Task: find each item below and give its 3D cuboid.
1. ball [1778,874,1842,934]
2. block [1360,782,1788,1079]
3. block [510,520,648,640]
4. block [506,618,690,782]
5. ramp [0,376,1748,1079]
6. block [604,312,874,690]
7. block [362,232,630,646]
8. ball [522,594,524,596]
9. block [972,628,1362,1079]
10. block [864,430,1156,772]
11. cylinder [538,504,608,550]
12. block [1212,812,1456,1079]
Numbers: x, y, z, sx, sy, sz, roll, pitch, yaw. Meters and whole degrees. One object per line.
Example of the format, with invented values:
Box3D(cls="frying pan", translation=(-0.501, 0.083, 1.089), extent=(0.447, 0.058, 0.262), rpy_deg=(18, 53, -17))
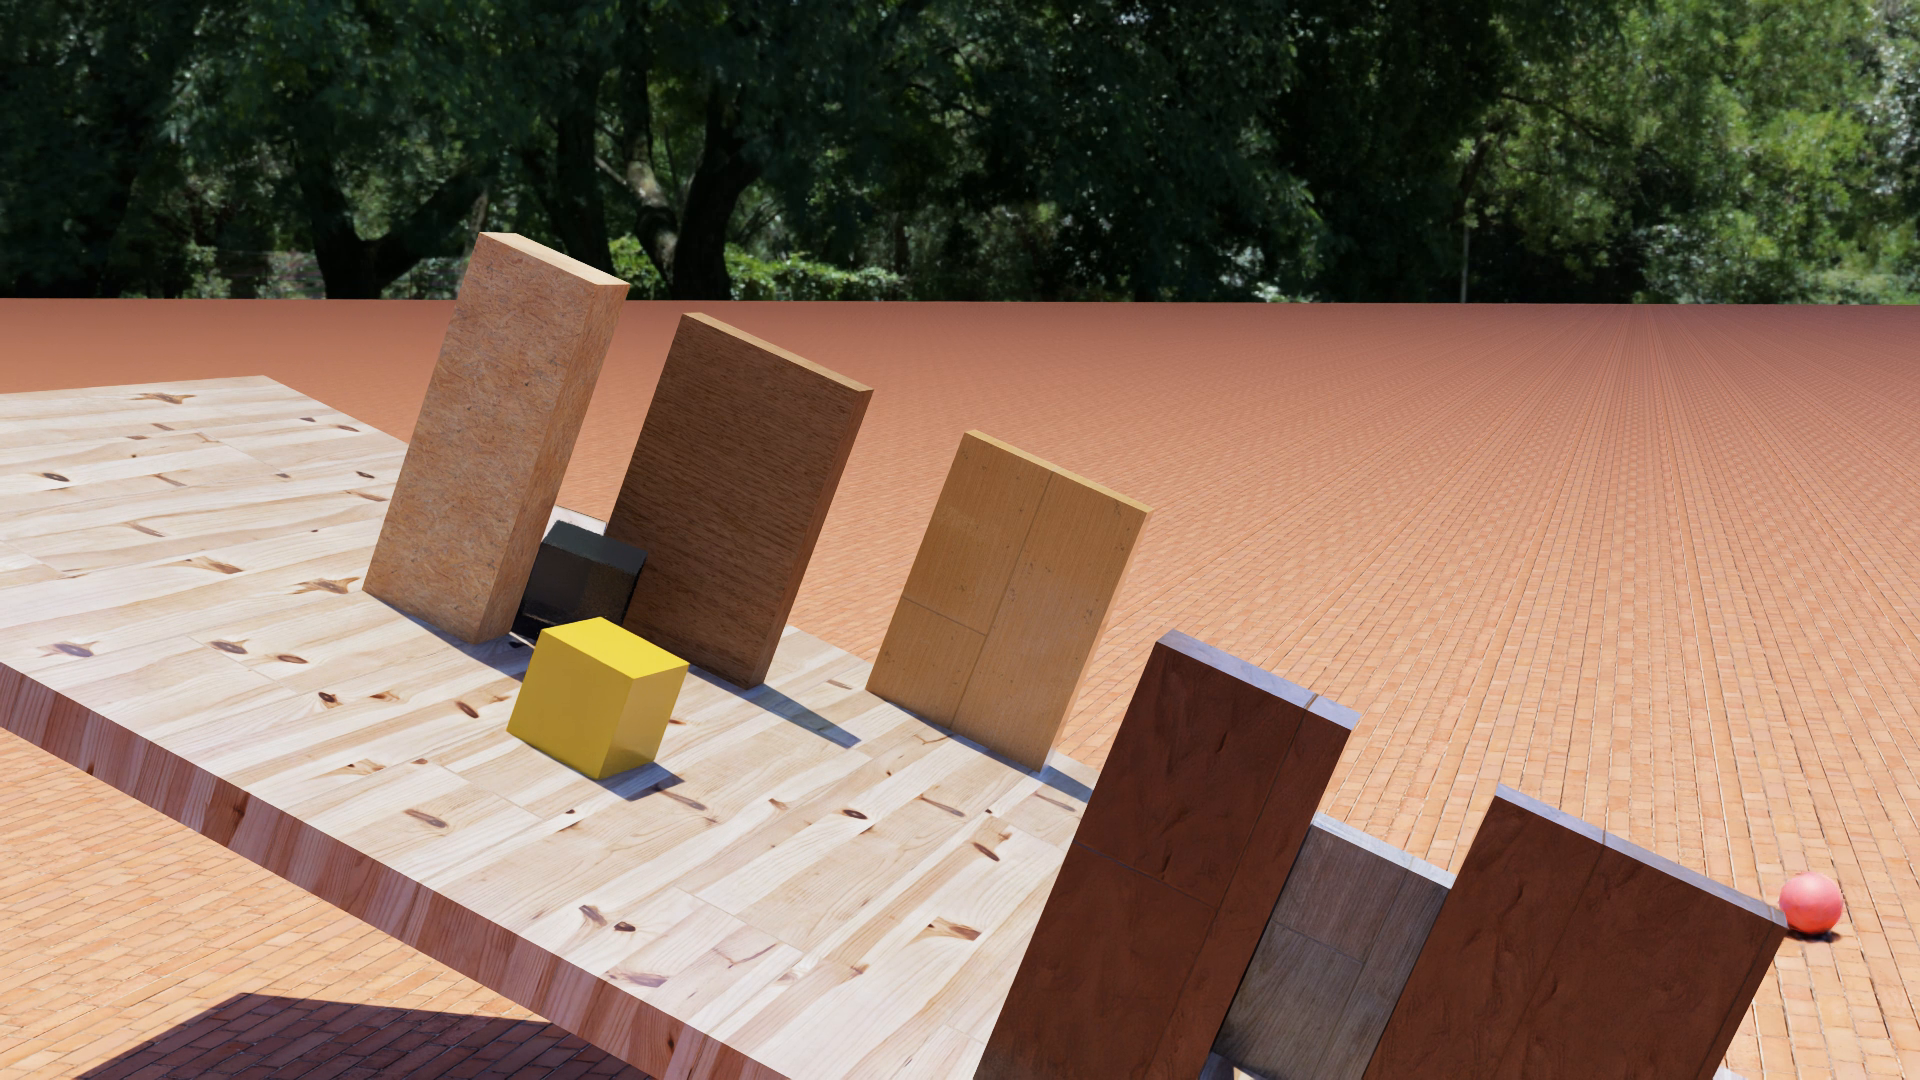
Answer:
Box3D(cls="ball", translation=(2.388, 1.023, 6.176), extent=(0.169, 0.169, 0.169), rpy_deg=(0, 7, 0))
Box3D(cls="block", translation=(0.860, 0.780, 3.275), extent=(0.441, 0.715, 0.085), rpy_deg=(24, 13, 13))
Box3D(cls="block", translation=(-0.786, 0.106, 4.559), extent=(0.201, 0.201, 0.201), rpy_deg=(20, 13, -5))
Box3D(cls="block", translation=(-0.659, 0.286, 4.012), extent=(0.204, 0.204, 0.204), rpy_deg=(26, 13, 18))
Box3D(cls="ramp", translation=(-0.308, 0.547, 4.196), extent=(4.000, 0.100, 2.000), rpy_deg=(24, 13, 13))
Box3D(cls="block", translation=(-0.504, -0.083, 4.688), extent=(0.423, 0.689, 0.096), rpy_deg=(24, 13, 13))
Box3D(cls="block", translation=(-0.918, -0.200, 4.338), extent=(0.266, 0.759, 0.147), rpy_deg=(24, 13, 13))
Box3D(cls="ball", translation=(-0.956, 0.078, 4.535), extent=(0.141, 0.141, 0.141), rpy_deg=(0, 7, 0))
Box3D(cls="block", translation=(0.294, 0.543, 3.233), extent=(0.300, 0.761, 0.119), rpy_deg=(24, 13, 13))
Box3D(cls="block", translation=(0.106, 0.135, 4.900), extent=(0.444, 0.635, 0.084), rpy_deg=(24, 13, 13))
Box3D(cls="cylinder", translation=(-0.887, 0.020, 4.775), extent=(0.190, 0.190, 0.190), rpy_deg=(19, 4, -10))
Box3D(cls="block", translation=(0.691, 0.749, 3.743), extent=(0.442, 0.445, 0.090), rpy_deg=(24, 13, 13))
